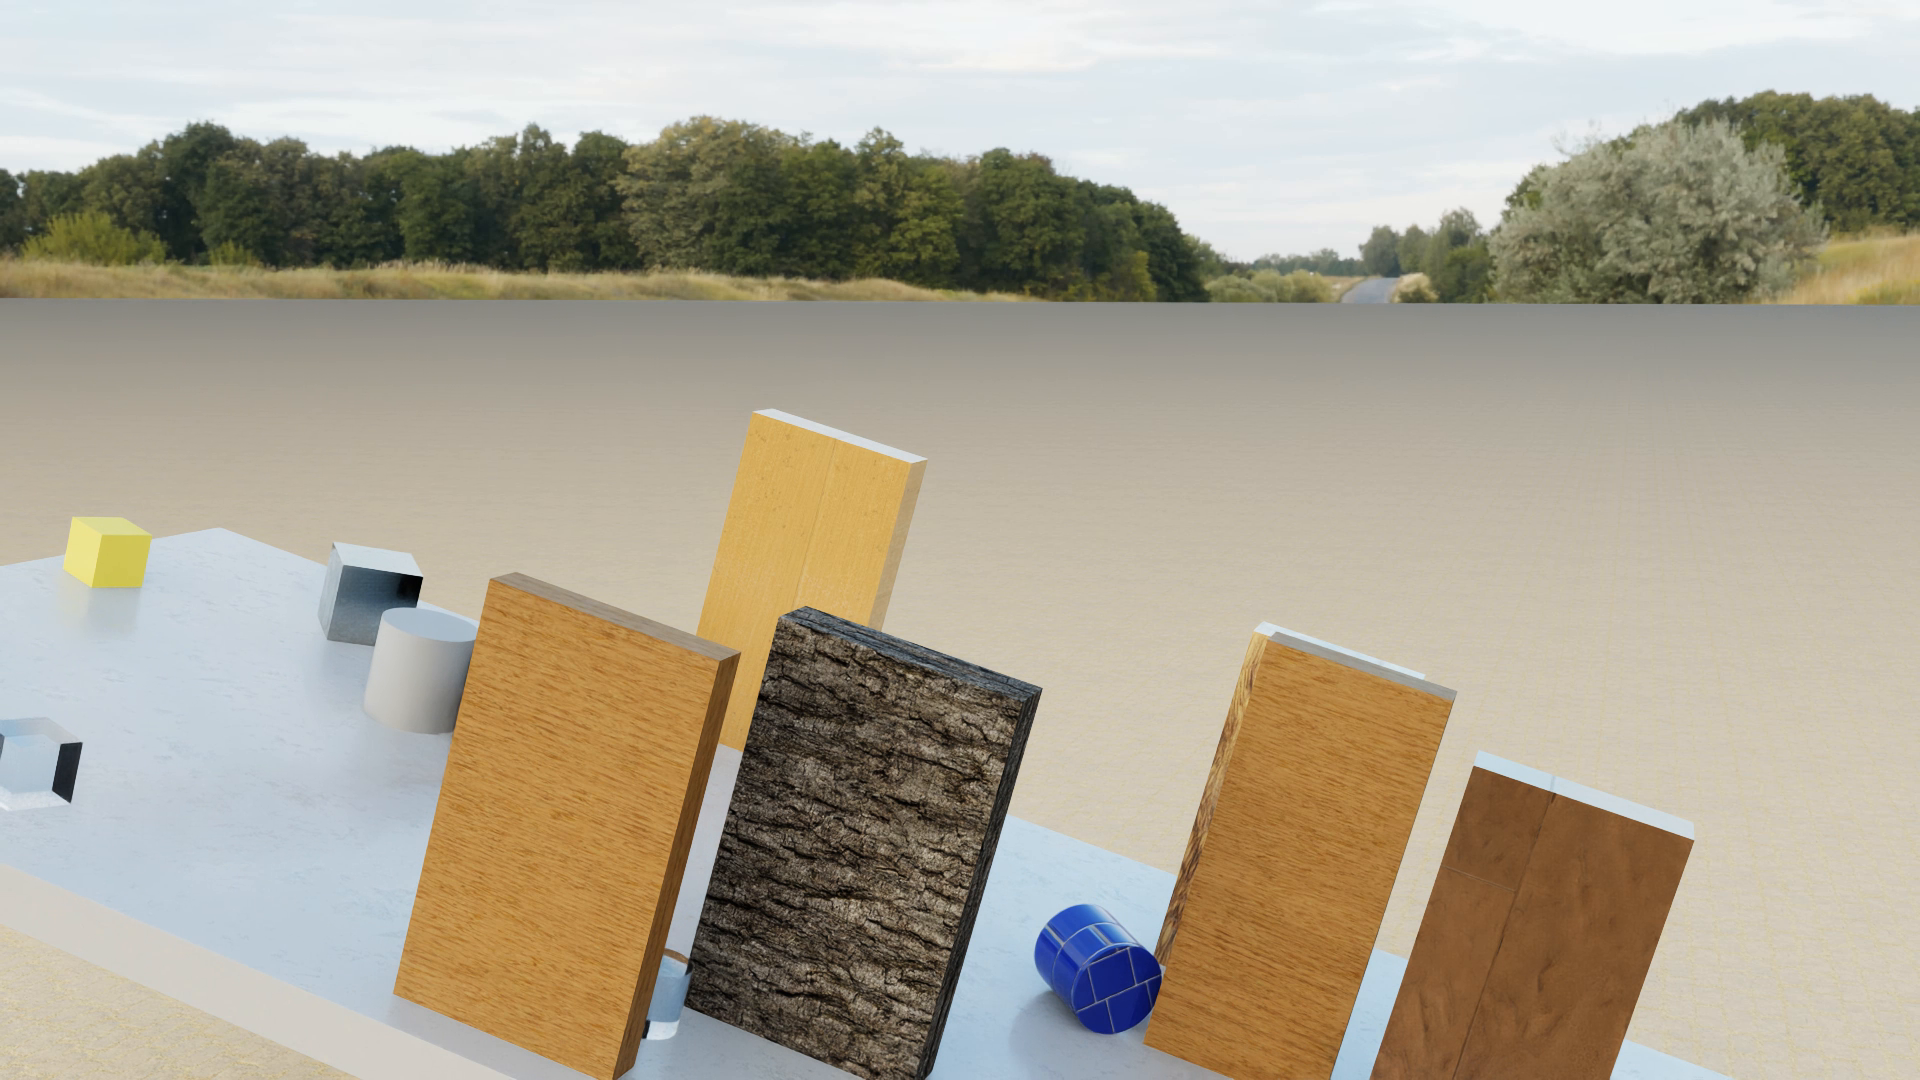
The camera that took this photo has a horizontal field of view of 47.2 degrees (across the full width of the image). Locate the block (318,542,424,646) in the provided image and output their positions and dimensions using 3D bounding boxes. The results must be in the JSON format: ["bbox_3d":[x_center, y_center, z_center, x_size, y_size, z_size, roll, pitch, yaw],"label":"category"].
[{"bbox_3d":[-1.377,0.131,5.129,0.183,0.183,0.183,10,12,-26],"label":"block"}]

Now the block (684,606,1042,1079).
[{"bbox_3d":[-0.169,0.508,3.620,0.425,0.690,0.122,18,12,14],"label":"block"}]

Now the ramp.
[{"bbox_3d":[-0.378,0.740,4.240,4.000,0.100,2.000,18,12,14],"label":"ramp"}]

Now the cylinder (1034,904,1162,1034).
[{"bbox_3d":[0.256,0.798,4.100,0.179,0.179,0.179,-3,18,-22],"label":"cylinder"}]

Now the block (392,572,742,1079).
[{"bbox_3d":[-0.607,0.439,3.366,0.388,0.690,0.082,18,12,14],"label":"block"}]

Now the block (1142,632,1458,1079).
[{"bbox_3d":[0.609,0.597,3.969,0.337,0.793,0.099,18,12,14],"label":"block"}]

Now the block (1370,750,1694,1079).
[{"bbox_3d":[0.912,0.769,3.638,0.357,0.756,0.120,18,12,14],"label":"block"}]

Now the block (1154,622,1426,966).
[{"bbox_3d":[0.656,0.561,4.409,0.337,0.715,0.126,18,12,14],"label":"block"}]

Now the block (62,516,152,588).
[{"bbox_3d":[-1.944,0.027,5.015,0.125,0.125,0.125,23,14,35],"label":"block"}]

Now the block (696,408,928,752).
[{"bbox_3d":[-0.369,0.124,5.030,0.391,0.762,0.120,18,12,14],"label":"block"}]

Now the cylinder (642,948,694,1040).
[{"bbox_3d":[-0.500,0.733,3.566,0.112,0.112,0.112,15,11,-3],"label":"cylinder"}]

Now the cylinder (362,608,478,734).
[{"bbox_3d":[-1.145,0.277,4.670,0.207,0.207,0.207,15,11,-3],"label":"cylinder"}]

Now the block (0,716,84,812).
[{"bbox_3d":[-1.600,0.383,3.774,0.117,0.117,0.117,23,14,34],"label":"block"}]
